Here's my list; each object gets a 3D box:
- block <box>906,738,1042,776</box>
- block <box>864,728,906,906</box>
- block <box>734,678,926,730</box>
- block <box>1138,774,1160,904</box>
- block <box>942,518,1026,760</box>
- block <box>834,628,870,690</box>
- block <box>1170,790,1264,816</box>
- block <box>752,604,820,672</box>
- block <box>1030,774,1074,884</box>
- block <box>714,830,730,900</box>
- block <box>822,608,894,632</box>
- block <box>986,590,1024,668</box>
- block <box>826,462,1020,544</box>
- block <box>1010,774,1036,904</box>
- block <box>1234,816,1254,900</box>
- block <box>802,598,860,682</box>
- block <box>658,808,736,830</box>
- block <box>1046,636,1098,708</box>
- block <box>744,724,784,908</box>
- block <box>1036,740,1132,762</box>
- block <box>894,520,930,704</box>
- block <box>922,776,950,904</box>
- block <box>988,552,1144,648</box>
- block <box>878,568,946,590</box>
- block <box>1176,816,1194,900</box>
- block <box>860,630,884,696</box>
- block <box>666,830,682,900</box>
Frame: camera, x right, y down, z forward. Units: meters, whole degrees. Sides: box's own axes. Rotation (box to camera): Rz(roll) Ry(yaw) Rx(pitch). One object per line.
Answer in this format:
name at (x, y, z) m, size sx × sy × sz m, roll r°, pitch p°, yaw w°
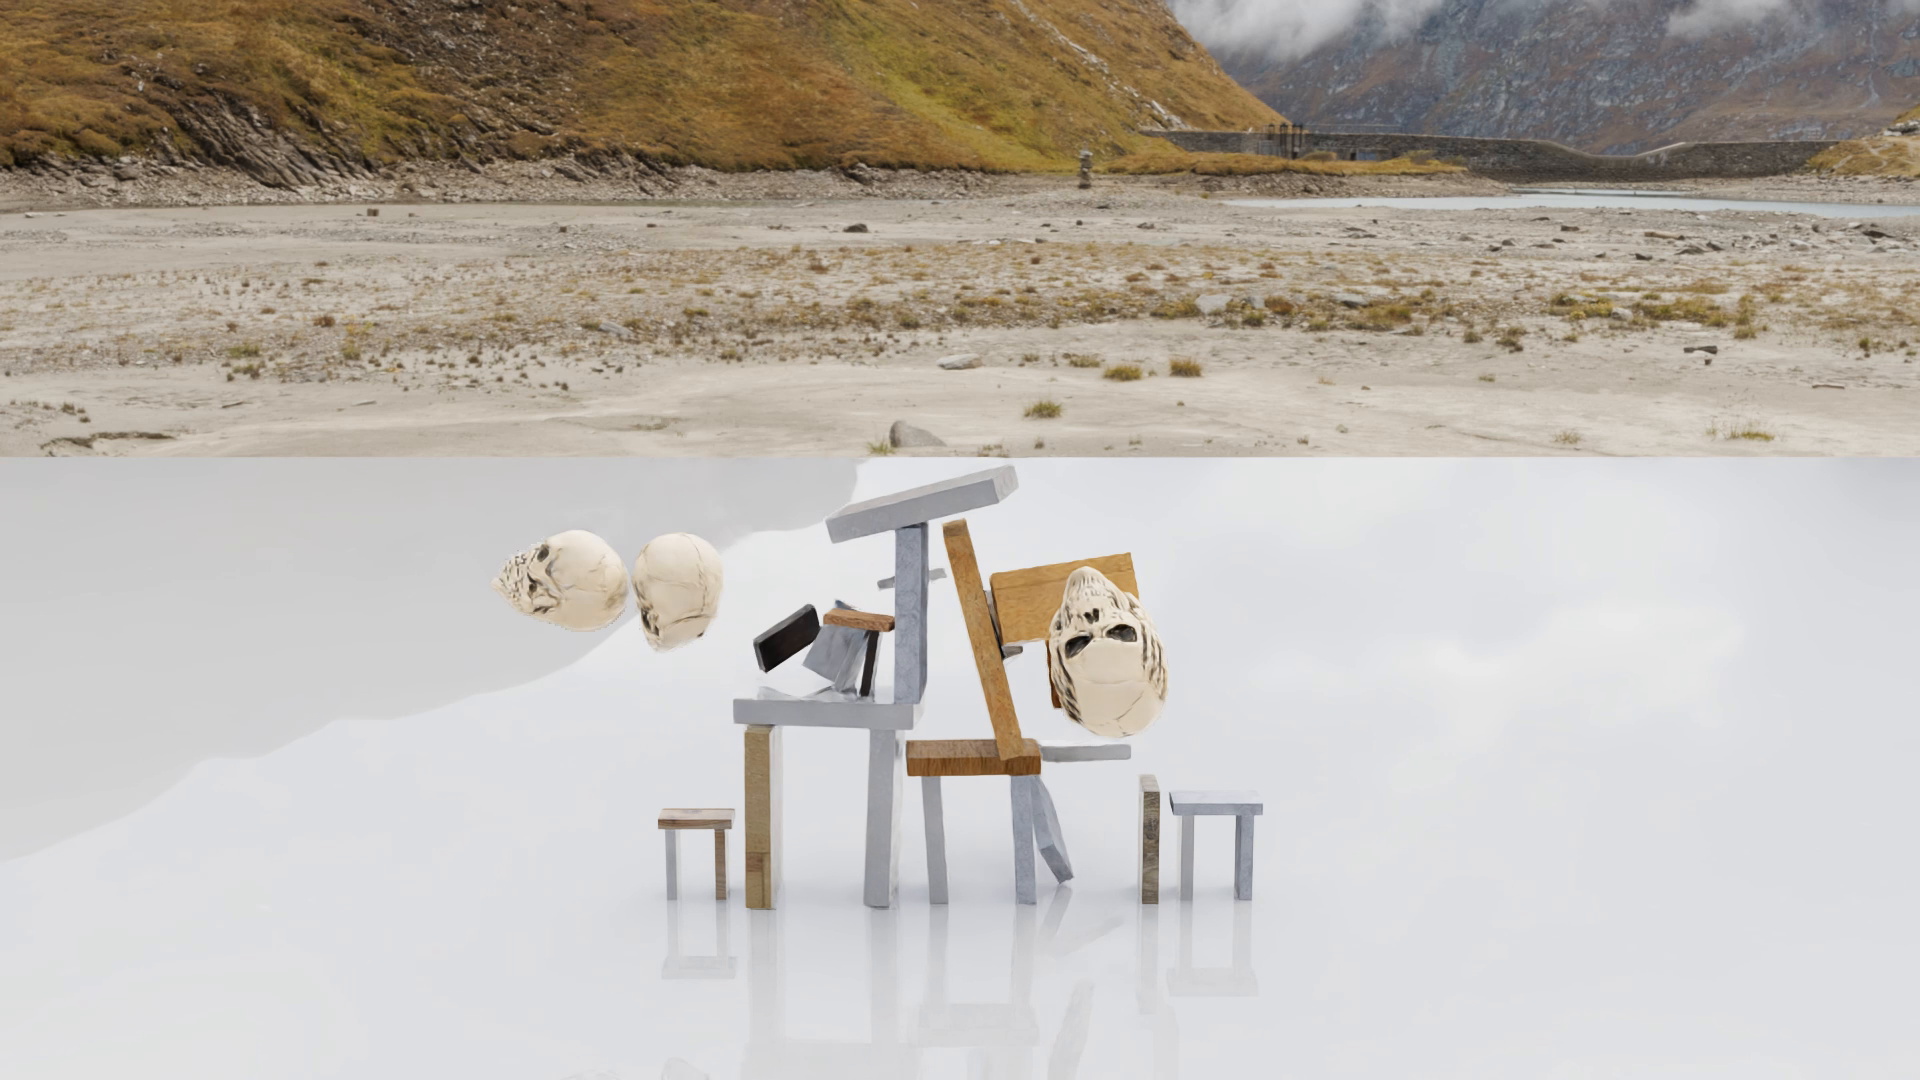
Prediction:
block at (0.021, 0.358, 3.631) m, size 0.218 × 0.031 × 0.109 m, roll -1°, pitch 11°, yaw -3°
block at (-0.125, 0.441, 3.648) m, size 0.042 × 0.295 × 0.148 m, roll 3°, pitch 9°, yaw 5°
block at (-0.213, 0.271, 3.633) m, size 0.295 × 0.042 × 0.148 m, roll 2°, pitch 9°, yaw 7°
block at (0.313, 0.496, 3.649) m, size 0.027 × 0.193 × 0.096 m, roll 0°, pitch 11°, yaw 0°
block at (0.038, 0.160, 3.591) m, size 0.041 × 0.375 × 0.144 m, roll -14°, pitch 11°, yaw 1°
block at (-0.172, 0.192, 3.648) m, size 0.016 × 0.113 × 0.057 m, roll 27°, pitch 16°, yaw 14°
block at (0.424, 0.435, 3.643) m, size 0.147 × 0.021 × 0.073 m, roll 0°, pitch 11°, yaw 0°
block at (-0.293, 0.166, 3.731) m, size 0.126 × 0.063 × 0.018 m, roll -34°, pitch 40°, yaw -30°
block at (0.146, 0.484, 3.759) m, size 0.027 × 0.096 × 0.193 m, roll -24°, pitch 39°, yaw 7°
block at (-0.396, 0.530, 3.658) m, size 0.017 × 0.122 × 0.061 m, roll 0°, pitch 11°, yaw 0°
block at (-0.162, 0.131, 3.595) m, size 0.113 × 0.016 × 0.057 m, roll 7°, pitch 10°, yaw 14°
block at (0.057, 0.158, 3.768) m, size 0.033 × 0.117 × 0.233 m, roll -17°, pitch -8°, yaw -11°
block at (-0.059, -0.059, 3.546) m, size 0.287 × 0.041 × 0.144 m, roll -14°, pitch 8°, yaw 17°
block at (0.104, 0.482, 3.653) m, size 0.031 × 0.218 × 0.109 m, roll -4°, pitch 11°, yaw 1°
block at (0.472, 0.517, 3.658) m, size 0.021 × 0.147 × 0.073 m, roll 0°, pitch 11°, yaw 0°
block at (-0.207, 0.170, 3.691) m, size 0.063 × 0.126 × 0.018 m, roll 28°, pitch 0°, yaw 11°
block at (-0.436, 0.462, 3.646) m, size 0.122 × 0.017 × 0.061 m, roll 0°, pitch 11°, yaw 0°
block at (0.193, 0.225, 3.764) m, size 0.033 × 0.117 × 0.233 m, roll -7°, pitch -4°, yaw 14°
block at (-0.324, 0.444, 3.642) m, size 0.042 × 0.295 × 0.148 m, roll 1°, pitch 10°, yaw 4°
block at (0.206, 0.376, 3.926) m, size 0.193 × 0.027 × 0.096 m, roll 3°, pitch 0°, yaw -43°
block at (-0.079, 0.112, 3.597) m, size 0.041 × 0.287 × 0.144 m, roll 2°, pitch 9°, yaw 4°
block at (-0.041, 0.482, 3.652) m, size 0.031 × 0.218 × 0.109 m, roll -4°, pitch 10°, yaw 1°
block at (0.173, 0.097, 3.580) m, size 0.233 × 0.117 × 0.033 m, roll -9°, pitch -12°, yaw -8°
block at (-0.083, 0.068, 3.788) m, size 0.063 × 0.018 × 0.126 m, roll -7°, pitch -4°, yaw -32°
block at (0.375, 0.517, 3.658) m, size 0.021 × 0.147 × 0.073 m, roll 0°, pitch 11°, yaw 0°
block at (-0.145, 0.195, 3.617) m, size 0.016 × 0.113 × 0.057 m, roll 10°, pitch 10°, yaw 5°
block at (-0.477, 0.530, 3.658) m, size 0.017 × 0.121 × 0.061 m, roll 0°, pitch 11°, yaw 0°
